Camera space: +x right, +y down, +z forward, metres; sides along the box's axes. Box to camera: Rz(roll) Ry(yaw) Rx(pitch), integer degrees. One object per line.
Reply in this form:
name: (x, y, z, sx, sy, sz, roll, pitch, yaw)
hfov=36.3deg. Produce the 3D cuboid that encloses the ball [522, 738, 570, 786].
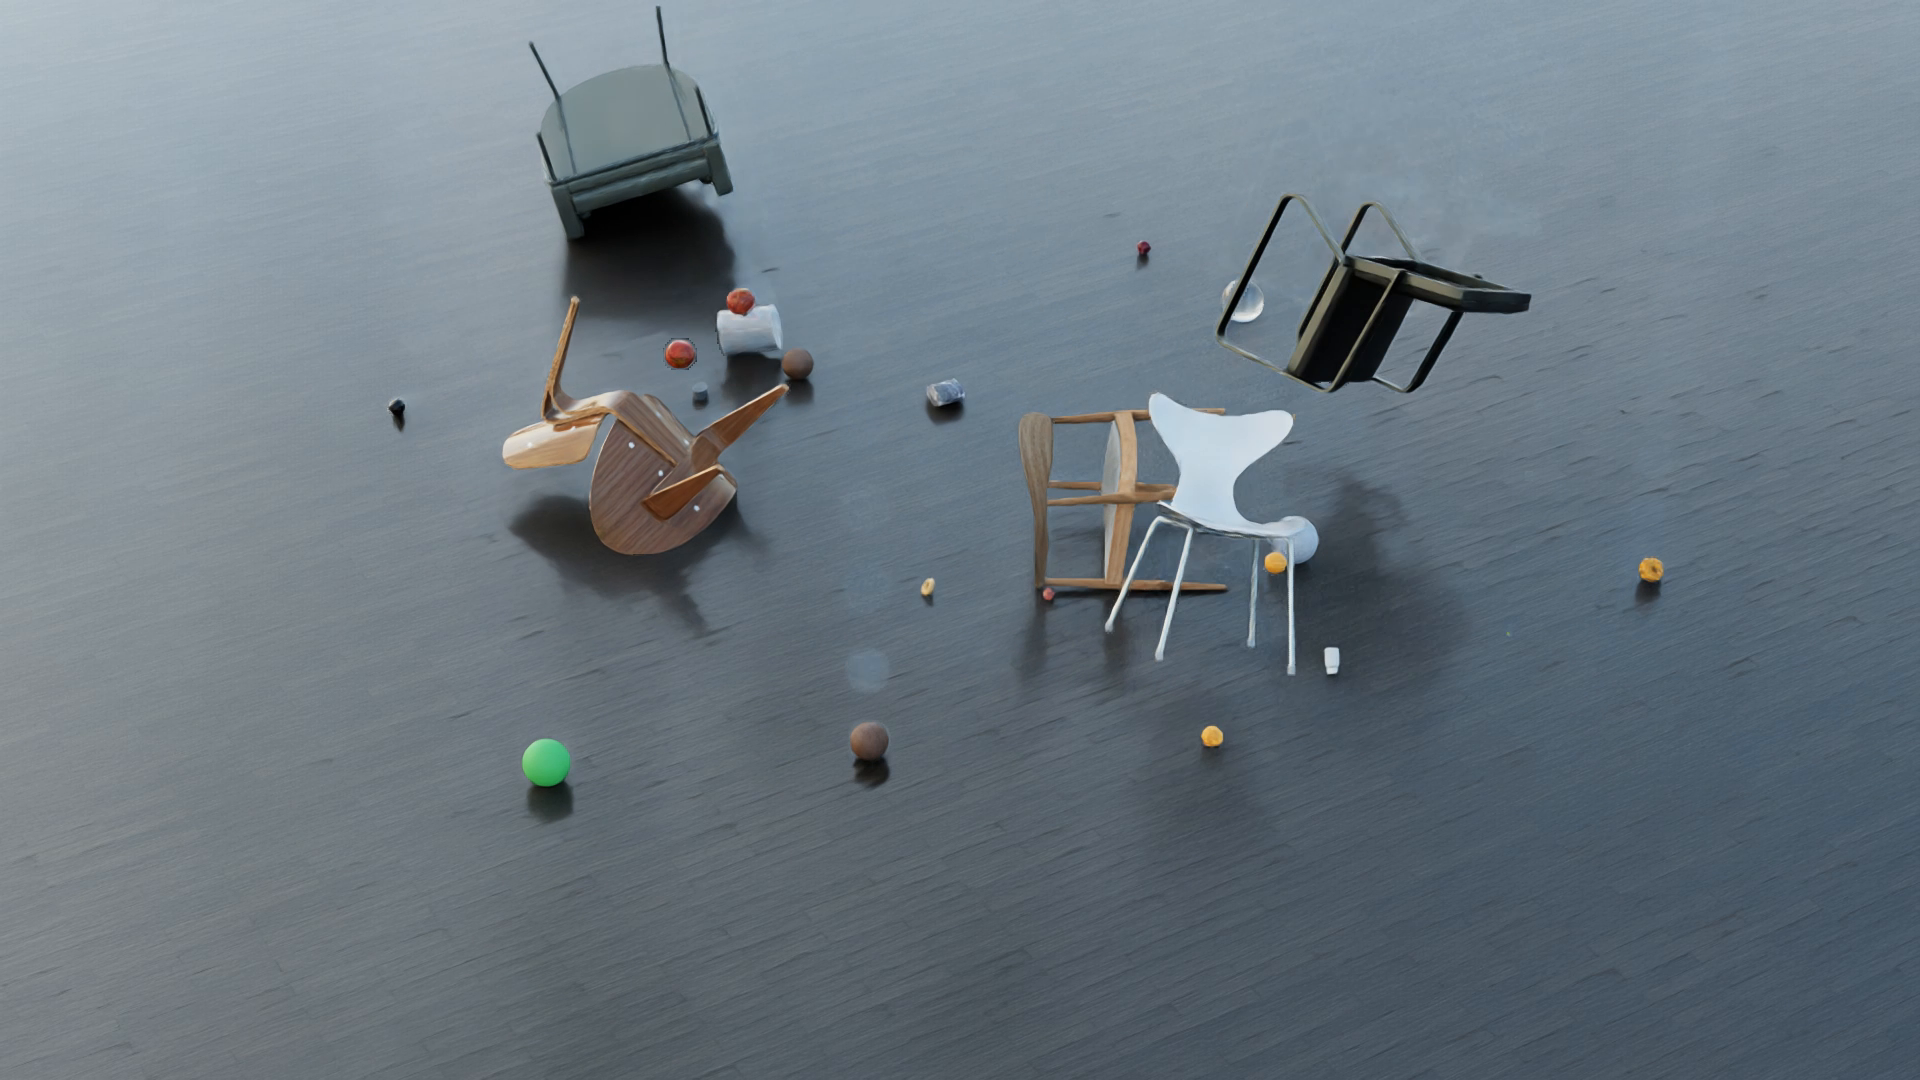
ball: (-1.366, 0.735, 9.683, 0.160, 0.160, 0.160, 0, 33, 0)

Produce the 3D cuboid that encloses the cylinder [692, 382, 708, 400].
cylinder: (-1.048, -0.599, 11.819, 0.060, 0.038, 0.084, 4, 34, 6)

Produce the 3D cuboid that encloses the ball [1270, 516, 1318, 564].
ball: (1.228, 0.000, 10.782, 0.179, 0.179, 0.179, 0, 33, 0)

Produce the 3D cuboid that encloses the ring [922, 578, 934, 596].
ring: (-0.117, 0.170, 10.638, 0.021, 0.068, 0.061, 28, -2, -32)

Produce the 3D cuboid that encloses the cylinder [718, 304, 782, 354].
cylinder: (-0.862, -0.863, 12.031, 0.224, 0.235, 0.177, -5, 77, 6)

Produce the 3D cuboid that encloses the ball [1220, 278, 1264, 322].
ball: (1.185, -1.003, 12.300, 0.184, 0.184, 0.184, 0, 33, 0)

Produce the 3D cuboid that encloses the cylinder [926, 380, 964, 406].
cylinder: (-0.058, -0.590, 11.767, 0.111, 0.080, 0.121, -16, 32, -23)
